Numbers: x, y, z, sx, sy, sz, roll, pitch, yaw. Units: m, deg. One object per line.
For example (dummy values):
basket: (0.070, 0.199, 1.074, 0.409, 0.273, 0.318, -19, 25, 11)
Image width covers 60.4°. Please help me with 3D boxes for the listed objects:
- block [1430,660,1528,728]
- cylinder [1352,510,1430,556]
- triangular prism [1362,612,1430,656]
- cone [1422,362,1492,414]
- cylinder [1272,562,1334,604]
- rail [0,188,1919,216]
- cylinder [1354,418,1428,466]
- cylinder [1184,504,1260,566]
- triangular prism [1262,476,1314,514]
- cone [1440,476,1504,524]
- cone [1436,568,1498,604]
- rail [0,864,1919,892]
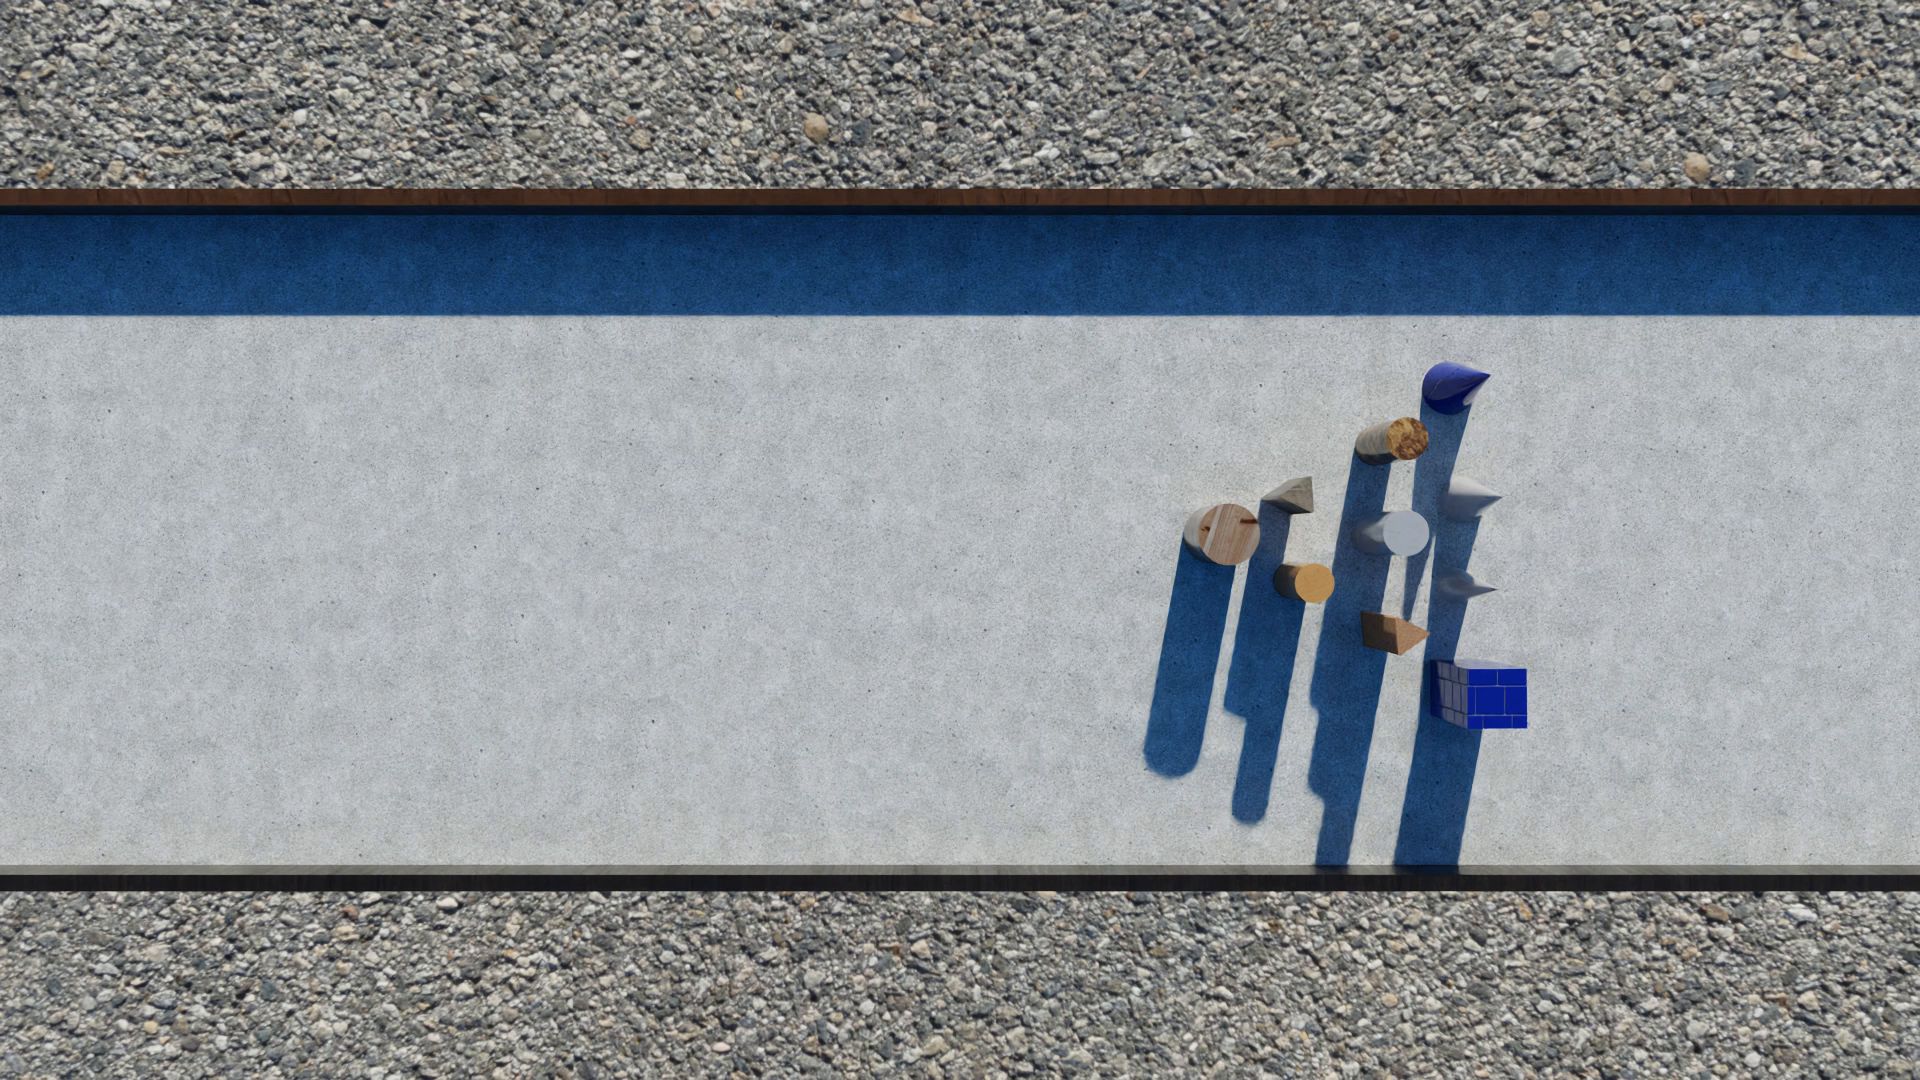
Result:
block: (1.533, 0.453, 4.891, 0.171, 0.371, 0.171, 0, 90, 0)
cylinder: (1.274, -0.020, 4.894, 0.132, 0.365, 0.132, 0, 90, 0)
triangular prism: (1.262, 0.258, 4.873, 0.107, 0.407, 0.093, -35, 90, 0)
cone: (1.505, -0.468, 4.873, 0.165, 0.407, 0.165, 0, 90, 0)
cylinder: (1.020, 0.124, 4.908, 0.114, 0.337, 0.114, 0, 90, 0)
rail: (-2.247, -1.025, 5.002, 12.000, 0.150, 0.050, 0, 90, 0)
cylinder: (1.276, -0.289, 4.892, 0.122, 0.370, 0.122, 0, 90, 0)
cylinder: (0.777, -0.016, 4.917, 0.179, 0.319, 0.179, 0, 90, 0)
triangular prism: (0.994, -0.143, 4.921, 0.105, 0.311, 0.091, 27, 90, 0)
cone: (1.546, -0.123, 4.882, 0.142, 0.389, 0.142, 0, 90, 0)
cone: (1.520, 0.139, 4.861, 0.111, 0.431, 0.111, 0, 90, 0)
rail: (-2.247, 1.025, 5.001, 12.000, 0.150, 0.050, 0, 90, 0)
